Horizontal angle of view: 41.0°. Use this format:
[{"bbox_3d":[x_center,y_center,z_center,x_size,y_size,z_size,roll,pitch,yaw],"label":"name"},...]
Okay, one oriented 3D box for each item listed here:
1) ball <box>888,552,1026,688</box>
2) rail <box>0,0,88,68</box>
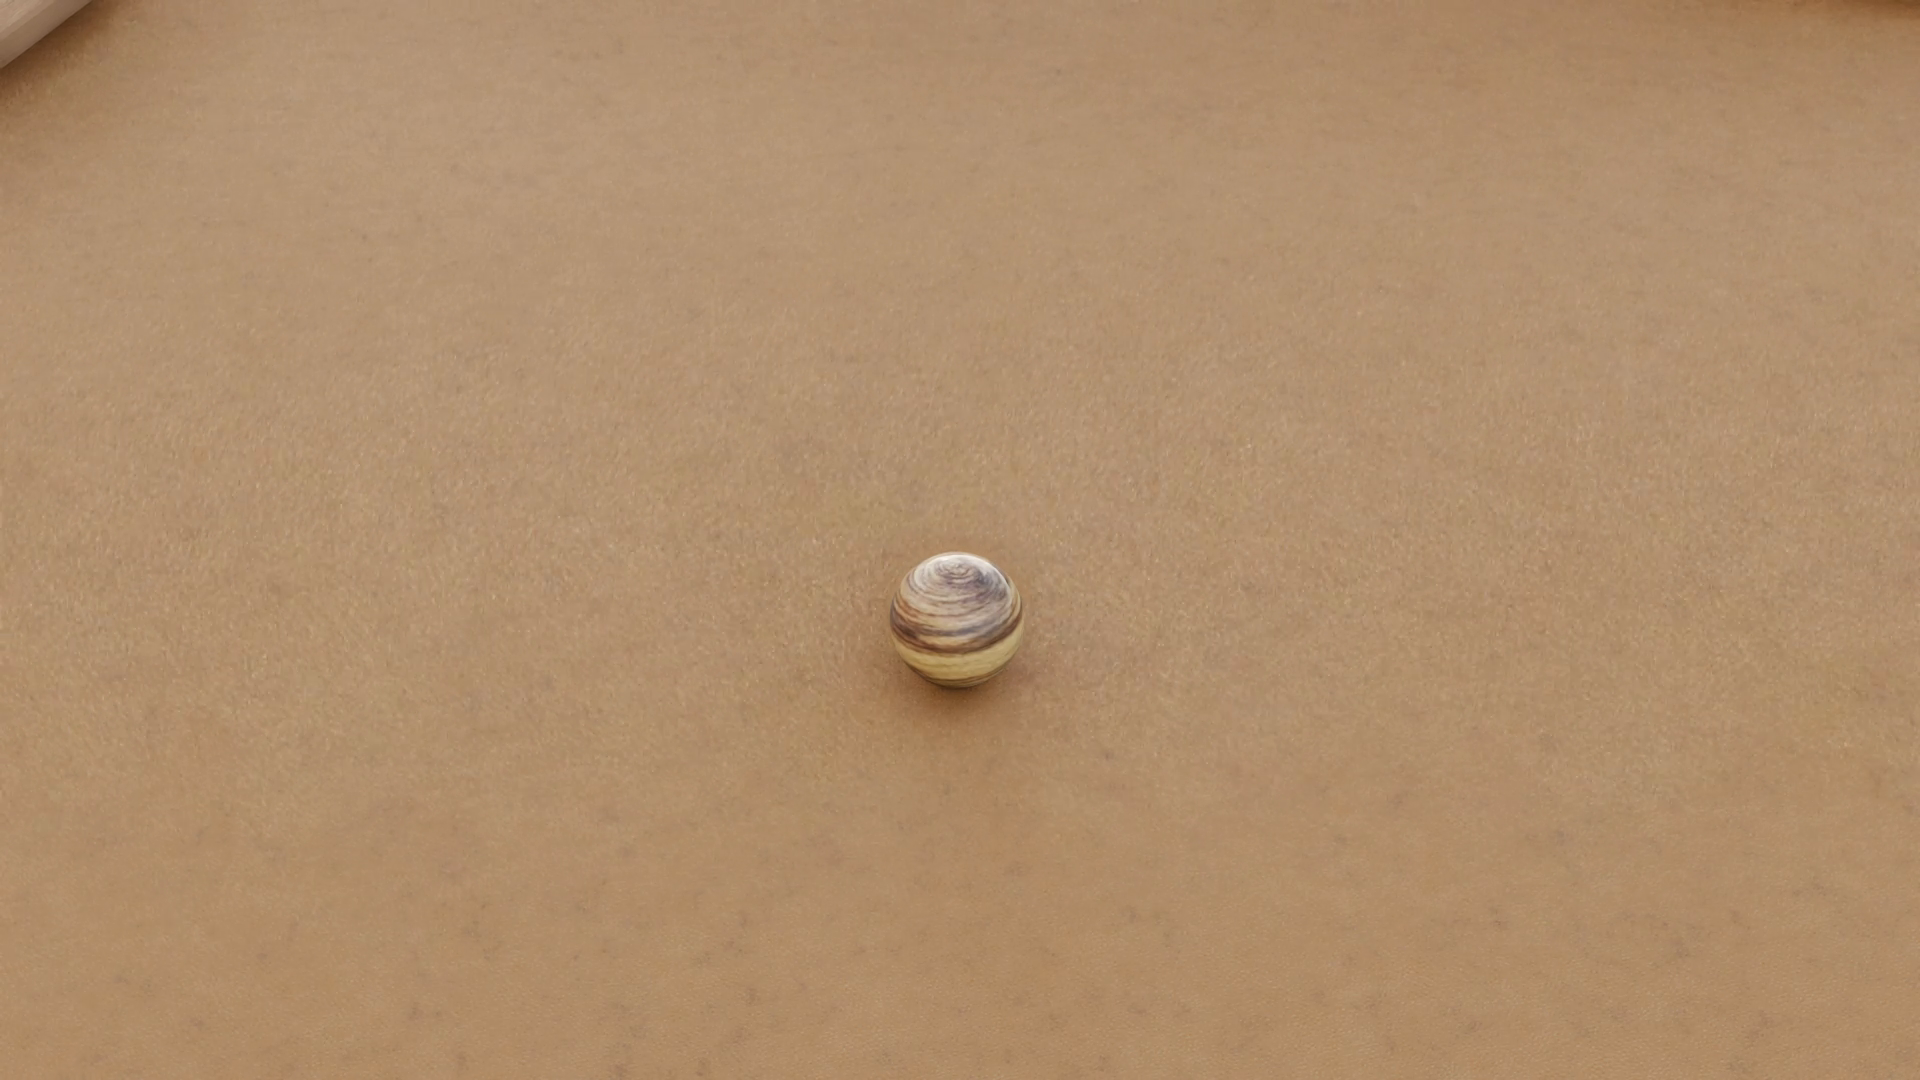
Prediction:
[{"bbox_3d":[-0.002,0.053,1.697,0.090,0.090,0.090,0,35,0],"label":"ball"},{"bbox_3d":[-1.067,-0.169,1.991,0.045,0.117,2.499,8,36,11],"label":"rail"}]
